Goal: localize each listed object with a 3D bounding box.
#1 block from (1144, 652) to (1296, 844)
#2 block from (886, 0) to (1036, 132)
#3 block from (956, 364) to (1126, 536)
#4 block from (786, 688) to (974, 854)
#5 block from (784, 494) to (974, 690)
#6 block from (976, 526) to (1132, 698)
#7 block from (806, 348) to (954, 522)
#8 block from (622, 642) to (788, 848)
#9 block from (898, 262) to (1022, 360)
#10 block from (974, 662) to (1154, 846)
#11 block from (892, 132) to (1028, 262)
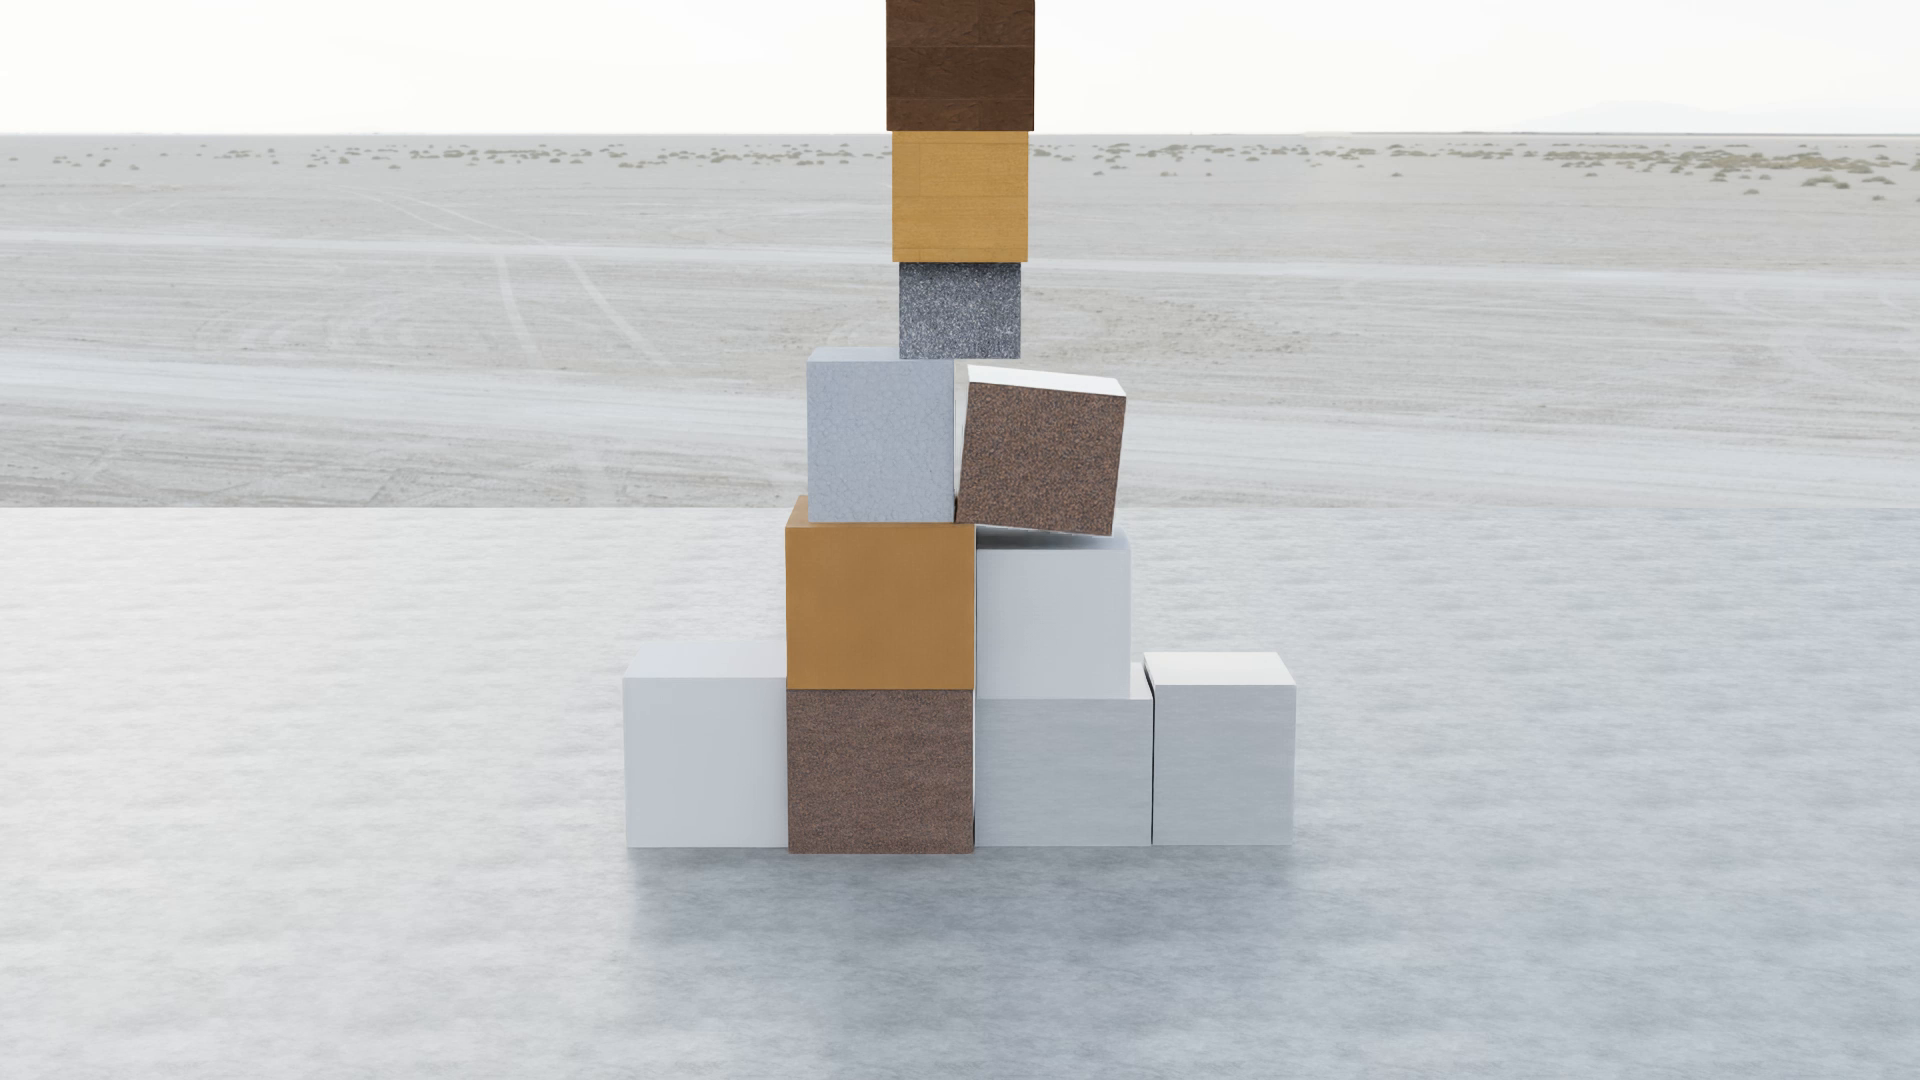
[{"bbox_3d":[1.325,1.067,11.374,0.705,0.832,0.710,0,10,0],"label":"block"},{"bbox_3d":[0.003,-2.351,10.770,0.710,0.688,0.680,0,10,0],"label":"block"},{"bbox_3d":[0.393,-0.462,11.079,0.766,0.694,0.783,5,10,-1],"label":"block"},{"bbox_3d":[-0.394,1.061,11.363,0.918,0.847,0.974,0,10,0],"label":"block"},{"bbox_3d":[-0.389,0.248,11.211,0.921,0.808,0.983,0,10,0],"label":"block"},{"bbox_3d":[0.466,0.354,11.259,0.767,0.750,0.710,0,10,0],"label":"block"},{"bbox_3d":[-0.388,-0.541,11.079,0.712,0.792,0.729,0,10,0],"label":"block"},{"bbox_3d":[-1.270,1.042,11.380,0.815,0.878,0.803,0,10,0],"label":"block"},{"bbox_3d":[0.000,-1.167,10.979,0.594,0.475,0.522,0,10,0],"label":"block"},{"bbox_3d":[0.519,1.098,11.393,0.887,0.763,0.778,0,10,0],"label":"block"},{"bbox_3d":[0.001,-1.705,10.876,0.652,0.621,0.699,0,10,0],"label":"block"}]
